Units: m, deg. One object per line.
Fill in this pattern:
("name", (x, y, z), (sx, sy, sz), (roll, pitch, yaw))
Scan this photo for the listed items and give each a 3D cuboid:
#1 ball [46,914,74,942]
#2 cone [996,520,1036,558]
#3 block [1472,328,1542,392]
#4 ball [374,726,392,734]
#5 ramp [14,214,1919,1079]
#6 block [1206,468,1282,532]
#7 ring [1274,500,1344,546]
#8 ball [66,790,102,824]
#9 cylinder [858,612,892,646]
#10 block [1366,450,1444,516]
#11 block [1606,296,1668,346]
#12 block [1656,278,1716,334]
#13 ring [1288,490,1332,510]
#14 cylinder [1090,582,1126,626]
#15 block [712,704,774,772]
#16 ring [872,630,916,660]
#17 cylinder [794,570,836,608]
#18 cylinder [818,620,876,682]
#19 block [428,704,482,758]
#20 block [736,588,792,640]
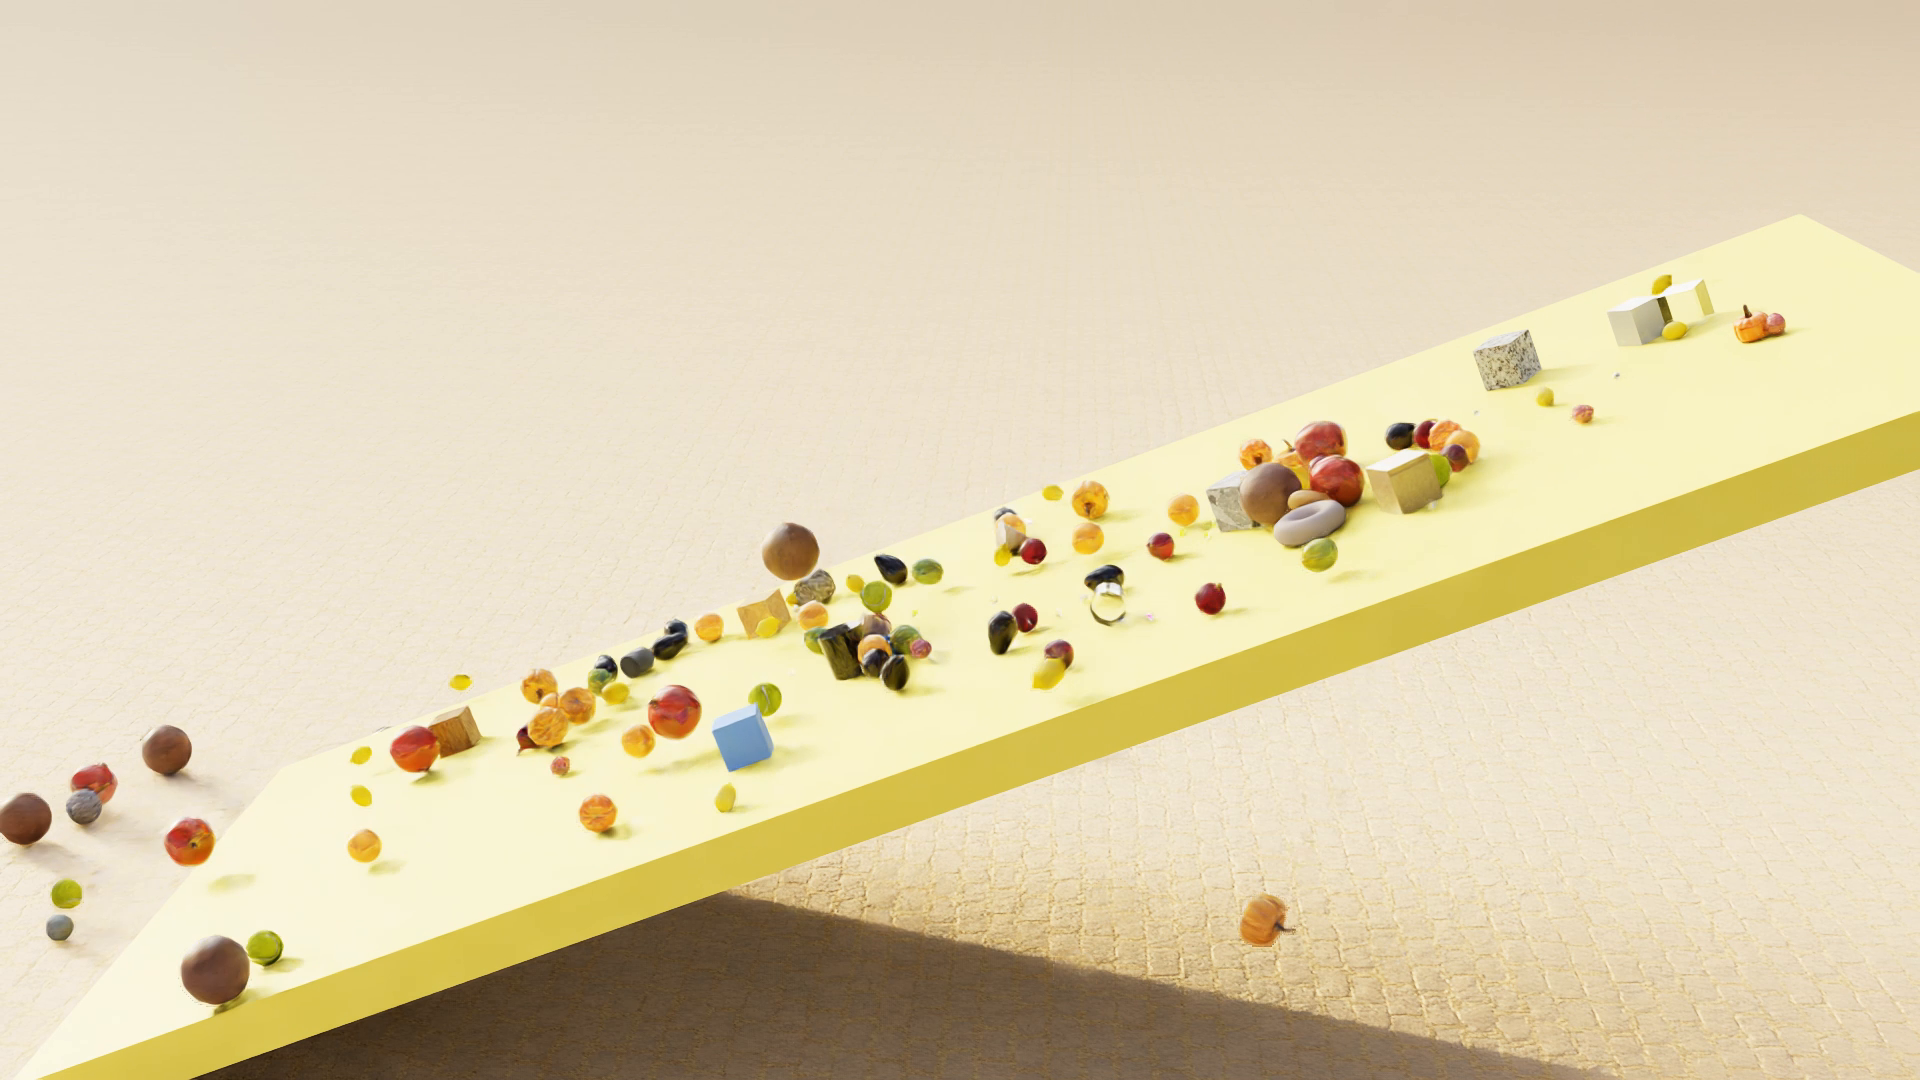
("ball", (-2.009, 0.864, 6.561), (0.061, 0.061, 0.061), (0, 13, 0))
("cone", (0.134, 0.002, 6.711), (0.087, 0.087, 0.087), (4, 12, -14))
("block", (1.204, -0.396, 6.469), (0.096, 0.096, 0.096), (-11, 15, 41))
("ball", (-1.531, 0.543, 7.861), (0.090, 0.090, 0.090), (0, 13, 0))
("ramp", (0.119, 0.175, 6.294), (4.000, 0.100, 2.000), (-20, 12, 7))
("block", (0.592, -0.083, 6.134), (0.098, 0.098, 0.098), (-30, 14, -36))
("ring", (0.694, -0.033, 5.844), (0.150, 0.050, 0.150), (-22, 12, 5))
("ball", (-2.187, 0.666, 7.344), (0.087, 0.087, 0.087), (0, 13, 0))
("cylinder", (-0.187, 0.195, 6.279), (0.063, 0.063, 0.063), (22, 9, -13))
("block", (0.873, -0.113, 5.777), (0.095, 0.095, 0.095), (-25, 12, -15))
("block", (1.472, -0.475, 6.384), (0.083, 0.083, 0.083), (-26, 13, -22))
("block", (1.569, -0.506, 6.357), (0.082, 0.082, 0.082), (-13, 14, 36))
("ring", (0.708, -0.072, 5.933), (0.094, 0.031, 0.094), (11, -21, 4))
("cylinder", (0.292, 0.126, 5.779), (0.070, 0.070, 0.070), (1, 14, 5))
("block", (-0.430, 0.391, 5.816), (0.091, 0.091, 0.091), (-21, 12, 3))
("ring", (-0.140, 0.222, 6.209), (0.102, 0.034, 0.102), (-21, 9, 4))
("cylinder", (-0.345, 0.115, 6.970), (0.070, 0.070, 0.070), (11, 29, 38))
("cylinder", (-0.237, 0.232, 6.179), (0.097, 0.097, 0.097), (-20, 12, 4))
("block", (-1.188, 0.450, 6.914), (0.084, 0.084, 0.084), (-20, 12, 9))
("block", (-0.458, 0.173, 6.879), (0.082, 0.082, 0.082), (-16, 13, 25))
